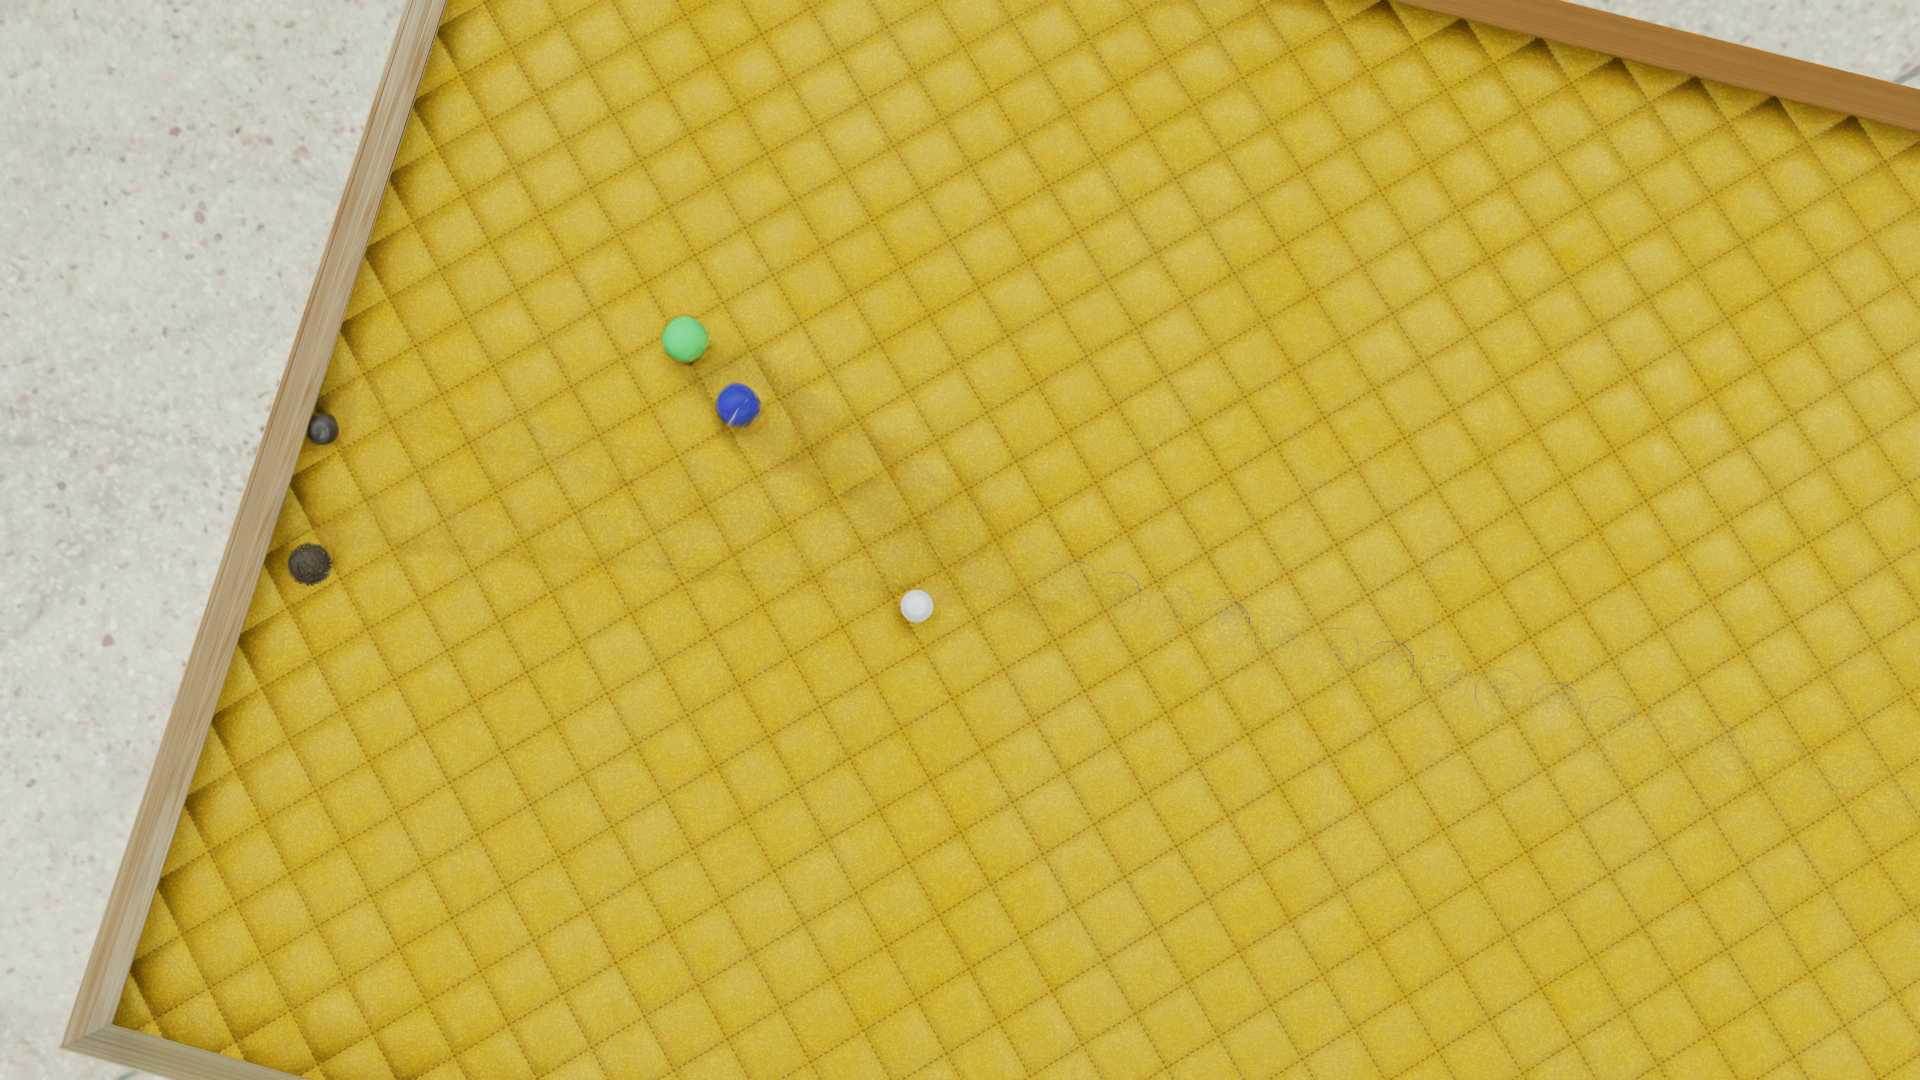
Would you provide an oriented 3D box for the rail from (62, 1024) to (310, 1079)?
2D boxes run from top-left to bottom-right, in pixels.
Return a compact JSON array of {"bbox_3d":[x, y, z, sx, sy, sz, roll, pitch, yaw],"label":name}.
[{"bbox_3d":[0.739,1.230,3.054,4.150,0.089,0.045,15,80,3],"label":"rail"}]

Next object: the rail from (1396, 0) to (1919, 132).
[{"bbox_3d":[1.265,-0.709,3.403,4.150,0.089,0.045,15,80,3],"label":"rail"}]

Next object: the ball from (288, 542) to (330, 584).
[{"bbox_3d":[-0.971,0.035,3.284,0.061,0.061,0.061,0,80,0],"label":"ball"}]

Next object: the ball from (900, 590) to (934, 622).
[{"bbox_3d":[-0.064,0.098,3.279,0.050,0.050,0.050,0,80,0],"label":"ball"}]

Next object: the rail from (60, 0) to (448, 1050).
[{"bbox_3d":[-0.979,-0.260,3.322,0.045,0.089,2.087,15,80,3],"label":"rail"}]

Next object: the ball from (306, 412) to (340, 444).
[{"bbox_3d":[-0.964,-0.168,3.328,0.048,0.048,0.048,0,80,0],"label":"ball"}]

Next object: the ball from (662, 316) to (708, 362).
[{"bbox_3d":[-0.417,-0.305,3.342,0.069,0.069,0.069,0,80,0],"label":"ball"}]

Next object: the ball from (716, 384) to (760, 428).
[{"bbox_3d":[-0.335,-0.203,3.325,0.065,0.065,0.065,0,80,0],"label":"ball"}]
